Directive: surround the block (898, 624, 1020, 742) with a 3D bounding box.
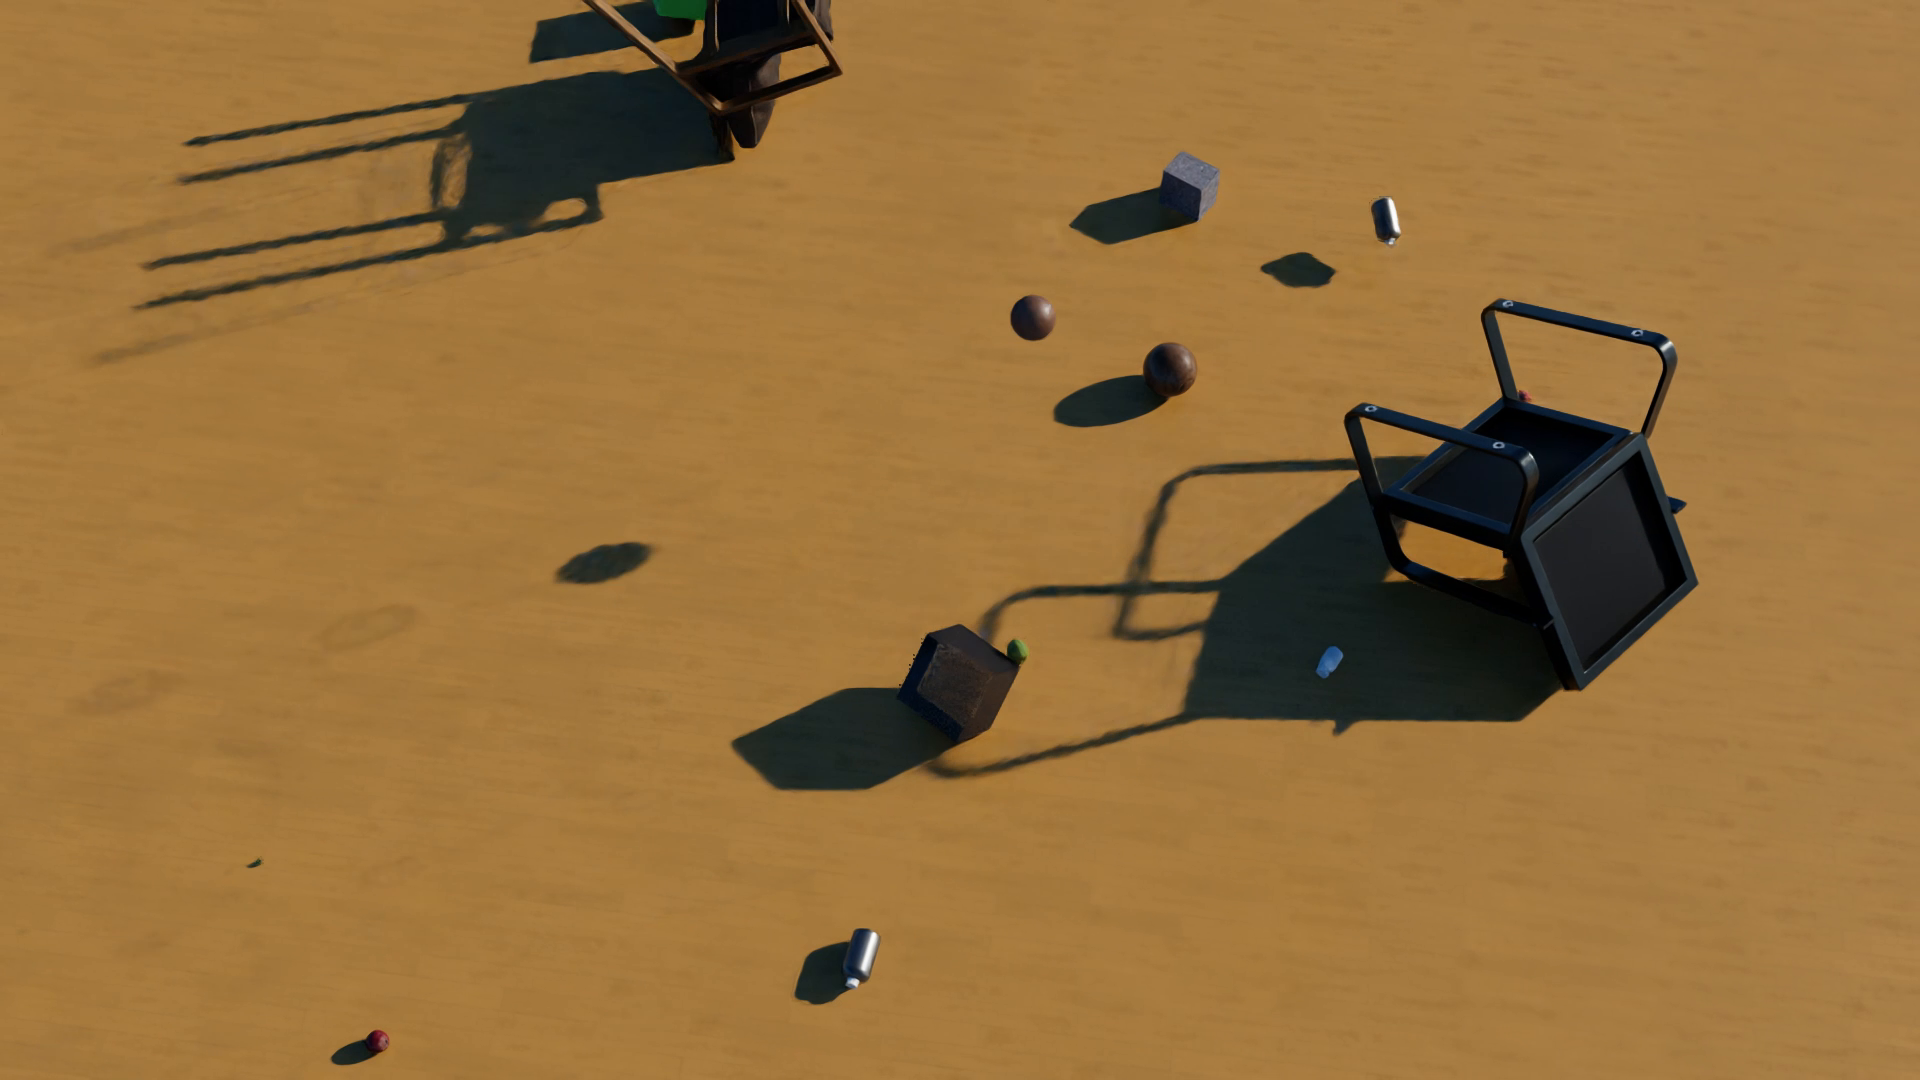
[{"bbox_3d":[-0.004,0.397,6.133,0.220,0.218,0.180,35,24,23],"label":"block"}]

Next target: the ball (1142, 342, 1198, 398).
[{"bbox_3d":[0.652,-0.530,6.826,0.171,0.171,0.171,0,56,0],"label":"ball"}]

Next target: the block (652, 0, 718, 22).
[{"bbox_3d":[-0.969,-1.956,7.735,0.197,0.160,0.204,1,42,-24],"label":"block"}]

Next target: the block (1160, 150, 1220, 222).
[{"bbox_3d":[0.759,-1.169,7.266,0.150,0.153,0.112,31,61,19],"label":"block"}]
